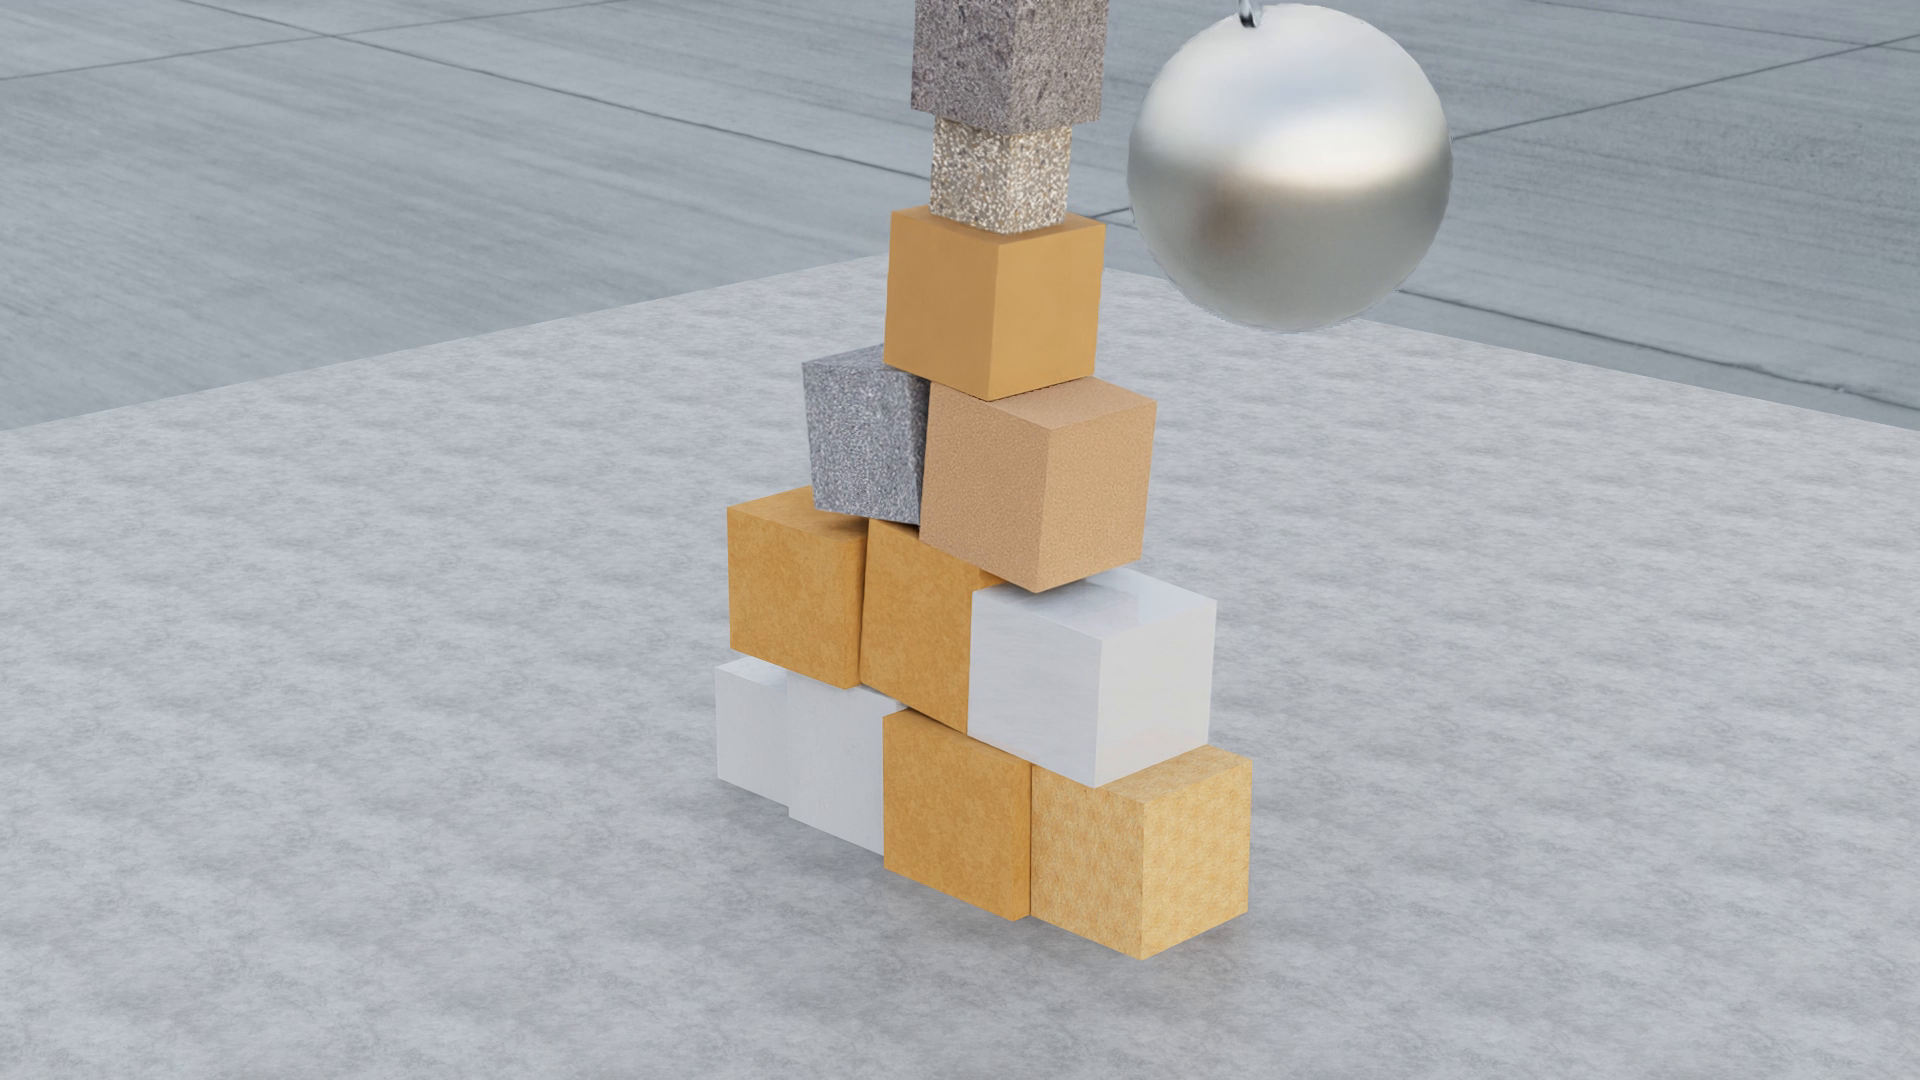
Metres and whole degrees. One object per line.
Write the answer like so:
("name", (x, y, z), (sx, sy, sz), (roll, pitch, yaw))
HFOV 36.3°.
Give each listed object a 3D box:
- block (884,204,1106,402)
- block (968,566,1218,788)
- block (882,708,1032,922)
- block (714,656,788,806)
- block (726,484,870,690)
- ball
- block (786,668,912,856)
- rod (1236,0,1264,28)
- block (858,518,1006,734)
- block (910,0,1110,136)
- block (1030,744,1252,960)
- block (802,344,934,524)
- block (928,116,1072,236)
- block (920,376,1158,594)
("block", (0.148, -1.082, 12.874), (0.669, 0.690, 0.655), (-17, 29, -42))
("block", (0.579, 0.566, 12.927), (0.747, 0.681, 0.765), (-17, 27, -42))
("block", (0.241, 1.156, 13.426), (0.846, 0.744, 0.828), (-17, 24, -42))
("block", (-0.795, 0.910, 14.472), (0.547, 0.585, 0.612), (-17, 24, -42))
("block", (-0.540, 0.185, 13.937), (0.781, 0.706, 0.806), (-17, 24, -42))
("ball", (1.623, -1.834, 14.466), (1.600, 1.600, 1.600), (0, 17, 0))
("block", (-0.304, 0.958, 13.977), (0.718, 0.792, 0.751), (-17, 24, -42))
("rod", (0.703, -4.555, 12.647), (0.080, 5.200, 0.080), (17, 46, 42))
("block", (0.056, 0.311, 13.406), (0.700, 0.807, 0.704), (-17, 30, -42))
("block", (0.211, -2.111, 12.483), (0.586, 0.604, 0.568), (22, 28, 40))
("block", (0.799, 1.316, 12.947), (0.713, 0.726, 0.656), (-17, 24, -42))
("block", (-0.230, -0.504, 13.410), (0.626, 0.687, 0.699), (-17, 18, -42))
("block", (0.174, -1.616, 12.668), (0.452, 0.455, 0.385), (22, 28, 40))
("block", (0.339, -0.301, 12.895), (0.678, 0.745, 0.723), (-17, 30, -42))
